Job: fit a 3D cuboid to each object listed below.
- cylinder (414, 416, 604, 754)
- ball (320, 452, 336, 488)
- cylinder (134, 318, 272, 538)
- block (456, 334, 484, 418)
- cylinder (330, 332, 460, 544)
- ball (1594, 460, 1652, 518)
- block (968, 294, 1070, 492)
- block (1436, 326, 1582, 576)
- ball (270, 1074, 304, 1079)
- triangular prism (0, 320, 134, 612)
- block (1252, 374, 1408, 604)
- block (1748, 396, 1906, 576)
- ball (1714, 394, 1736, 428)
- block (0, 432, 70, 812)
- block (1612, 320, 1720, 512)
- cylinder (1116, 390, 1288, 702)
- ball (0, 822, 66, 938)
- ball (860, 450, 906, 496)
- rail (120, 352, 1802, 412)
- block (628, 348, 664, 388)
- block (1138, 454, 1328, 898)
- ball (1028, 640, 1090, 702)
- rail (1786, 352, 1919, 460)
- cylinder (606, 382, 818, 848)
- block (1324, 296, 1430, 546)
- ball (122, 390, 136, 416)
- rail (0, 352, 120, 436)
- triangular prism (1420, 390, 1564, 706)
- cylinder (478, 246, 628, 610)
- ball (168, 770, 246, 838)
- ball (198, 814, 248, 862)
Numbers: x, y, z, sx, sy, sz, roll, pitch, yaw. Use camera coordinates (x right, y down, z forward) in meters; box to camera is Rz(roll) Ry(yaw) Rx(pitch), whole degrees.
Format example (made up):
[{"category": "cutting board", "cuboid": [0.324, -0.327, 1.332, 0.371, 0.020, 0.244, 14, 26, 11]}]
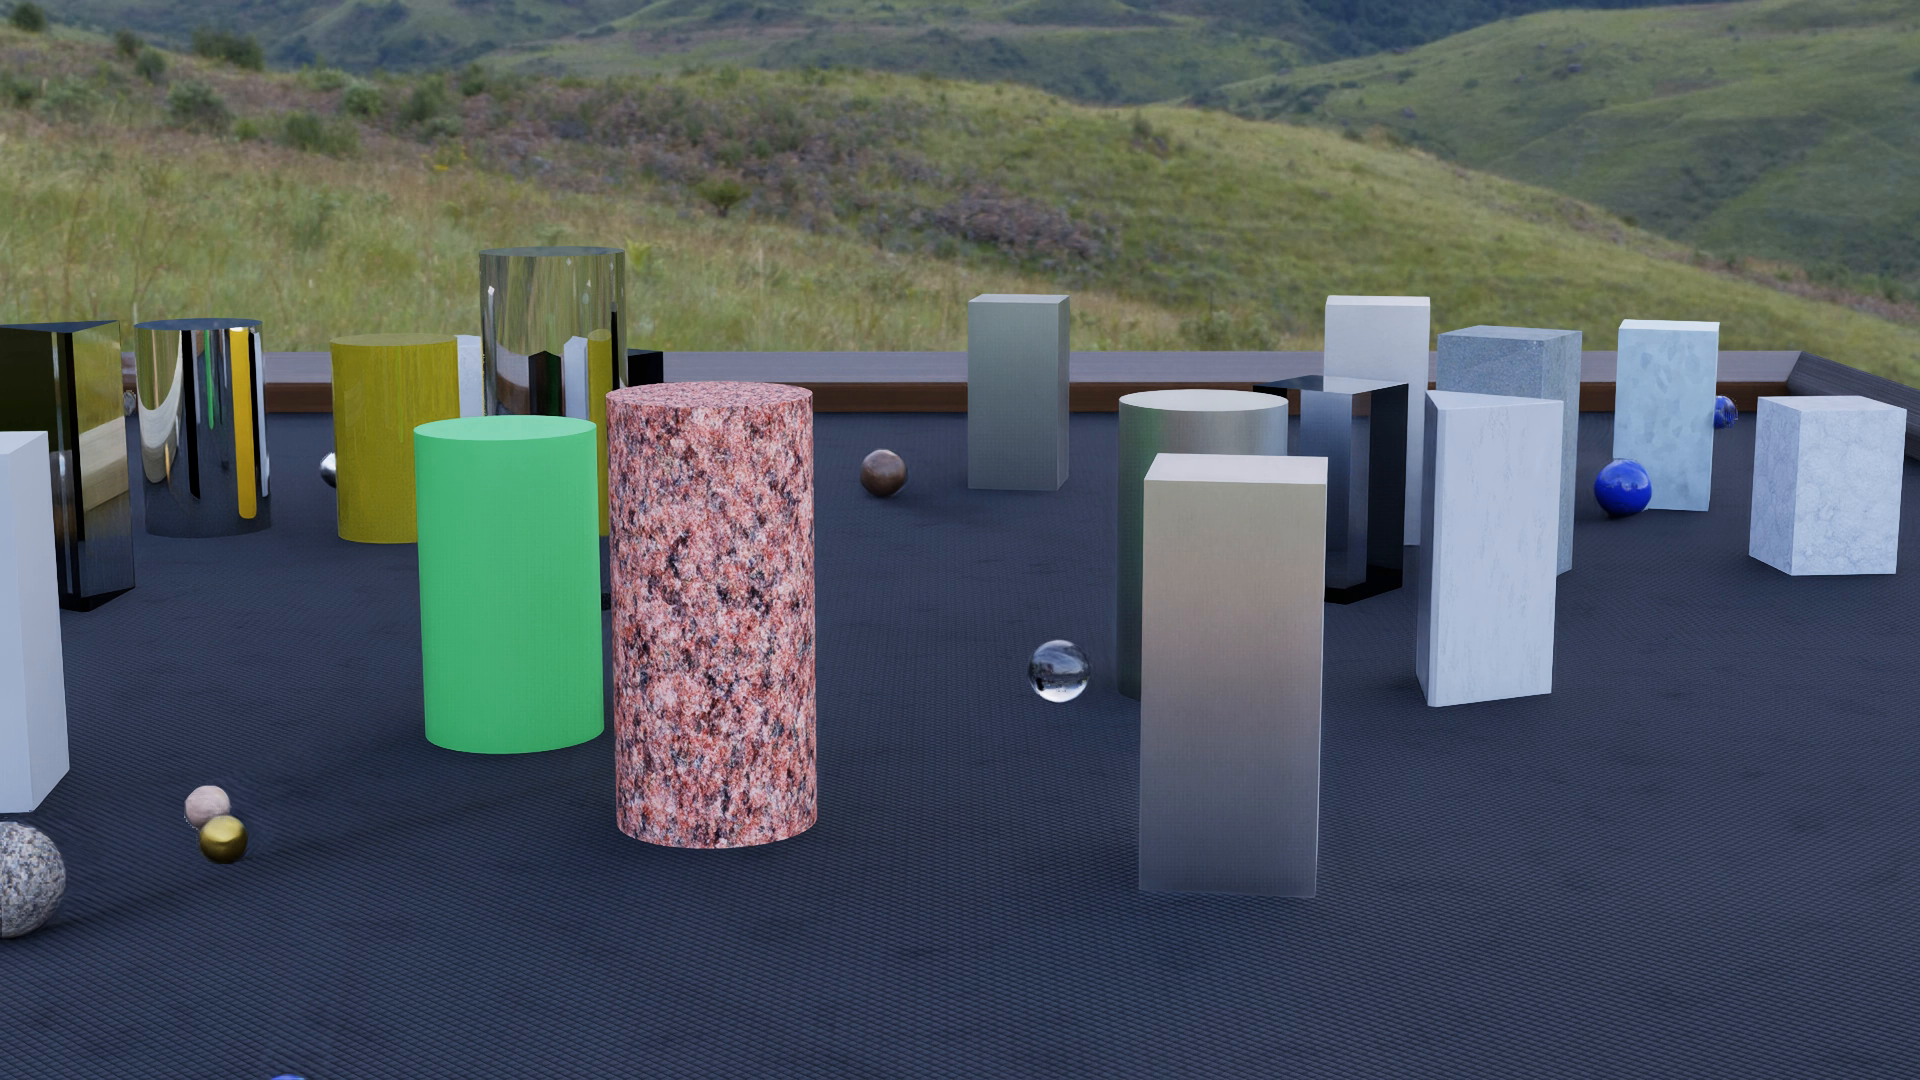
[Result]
[{"category": "cylinder", "cuboid": [-0.492, 0.045, 2.810, 0.195, 0.339, 0.195, 0, 11, 0]}, {"category": "ball", "cuboid": [-1.078, -0.121, 4.455, 0.064, 0.064, 0.064, 0, 11, 0]}, {"category": "cylinder", "cuboid": [-1.196, -0.180, 4.060, 0.195, 0.324, 0.195, 0, 11, 0]}, {"category": "block", "cuboid": [-0.863, -0.207, 4.373, 0.156, 0.263, 0.156, -10, 14, -43]}, {"category": "cylinder", "cuboid": [-0.880, -0.162, 4.017, 0.195, 0.305, 0.195, 0, 11, 0]}, {"category": "ball", "cuboid": [1.079, -0.083, 4.174, 0.093, 0.093, 0.093, 0, 11, 0]}, {"category": "block", "cuboid": [0.104, -0.261, 4.494, 0.156, 0.325, 0.156, 2, 11, 10]}, {"category": "block", "cuboid": [0.786, -0.125, 3.696, 0.156, 0.348, 0.156, 7, 12, 32]}, {"category": "ball", "cuboid": [-0.463, 0.389, 1.761, 0.044, 0.044, 0.044, 0, 11, 0]}, {"category": "triangular prism", "cuboid": [-1.207, -0.108, 3.526, 0.169, 0.377, 0.147, 7, 13, 33]}, {"category": "block", "cuboid": [0.514, -0.074, 3.582, 0.156, 0.289, 0.156, 8, 13, 38]}, {"category": "block", "cuboid": [1.271, -0.082, 3.765, 0.156, 0.239, 0.156, -1, 11, -5]}, {"category": "ball", "cuboid": [1.533, -0.259, 5.189, 0.069, 0.069, 0.069, 0, 11, 0]}, {"category": "block", "cuboid": [-1.001, 0.080, 2.567, 0.156, 0.357, 0.156, -1, 11, -6]}, {"category": "block", "cuboid": [1.183, -0.212, 4.304, 0.156, 0.298, 0.156, 3, 11, 17]}, {"category": "cylinder", "cuboid": [0.282, 0.007, 3.002, 0.195, 0.343, 0.195, 0, 11, 0]}, {"category": "ball", "cuboid": [-0.806, 0.287, 2.165, 0.098, 0.098, 0.098, 0, 11, 0]}, {"category": "ball", "cuboid": [-0.132, -0.114, 4.372, 0.081, 0.081, 0.081, 0, 11, 0]}, {"category": "rail", "cuboid": [-0.012, -0.332, 5.413, 3.594, 0.127, 0.045, 0, 11, 0]}, {"category": "block", "cuboid": [-0.612, -0.194, 4.348, 0.156, 0.248, 0.156, 8, 13, 35]}, {"category": "block", "cuboid": [0.249, 0.118, 2.323, 0.156, 0.371, 0.156, 2, 11, 8]}, {"category": "ball", "cuboid": [0.114, 0.151, 2.964, 0.072, 0.072, 0.072, 0, 11, 0]}, {"category": "rail", "cuboid": [1.773, 0.031, 3.459, 0.045, 0.127, 4.043, 0, 11, 0]}, {"category": "cylinder", "cuboid": [-0.238, 0.067, 2.471, 0.195, 0.418, 0.195, 0, 11, 0]}, {"category": "block", "cuboid": [0.645, -0.189, 3.989, 0.156, 0.367, 0.156, 2, 11, 9]}, {"category": "ball", "cuboid": [-1.752, -0.285, 5.363, 0.055, 0.055, 0.055, 0, 11, 0]}, {"category": "rail", "cuboid": [-1.773, 0.035, 3.439, 0.045, 0.127, 4.043, 0, 11, 0]}, {"category": "triangular prism", "cuboid": [0.588, 0.004, 3.015, 0.169, 0.344, 0.147, -5, 12, -24]}, {"category": "cylinder", "cuboid": [-0.548, -0.153, 3.490, 0.195, 0.479, 0.195, 0, 11, 0]}, {"category": "ball", "cuboid": [-0.725, 0.258, 2.474, 0.072, 0.072, 0.072, 0, 11, 0]}, {"category": "ball", "cuboid": [-0.680, 0.276, 2.370, 0.044, 0.044, 0.044, 0, 11, 0]}]
